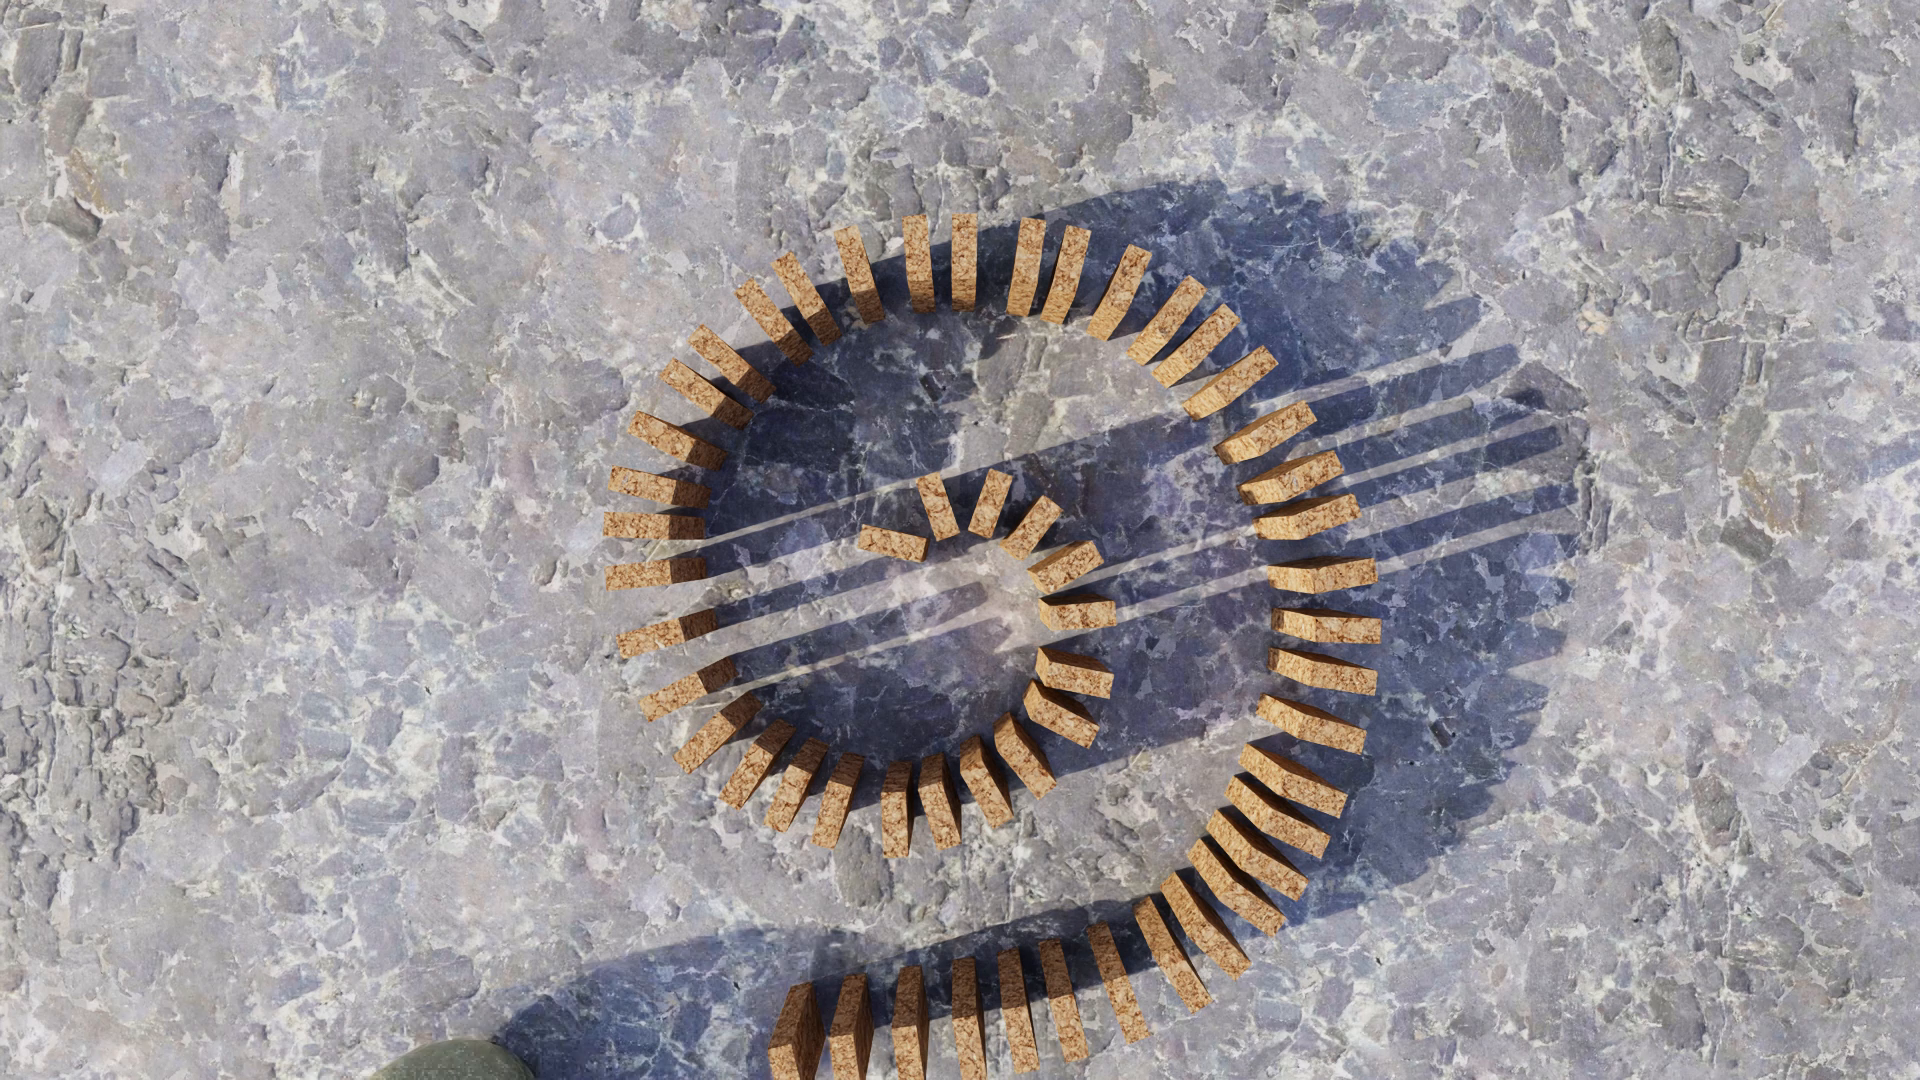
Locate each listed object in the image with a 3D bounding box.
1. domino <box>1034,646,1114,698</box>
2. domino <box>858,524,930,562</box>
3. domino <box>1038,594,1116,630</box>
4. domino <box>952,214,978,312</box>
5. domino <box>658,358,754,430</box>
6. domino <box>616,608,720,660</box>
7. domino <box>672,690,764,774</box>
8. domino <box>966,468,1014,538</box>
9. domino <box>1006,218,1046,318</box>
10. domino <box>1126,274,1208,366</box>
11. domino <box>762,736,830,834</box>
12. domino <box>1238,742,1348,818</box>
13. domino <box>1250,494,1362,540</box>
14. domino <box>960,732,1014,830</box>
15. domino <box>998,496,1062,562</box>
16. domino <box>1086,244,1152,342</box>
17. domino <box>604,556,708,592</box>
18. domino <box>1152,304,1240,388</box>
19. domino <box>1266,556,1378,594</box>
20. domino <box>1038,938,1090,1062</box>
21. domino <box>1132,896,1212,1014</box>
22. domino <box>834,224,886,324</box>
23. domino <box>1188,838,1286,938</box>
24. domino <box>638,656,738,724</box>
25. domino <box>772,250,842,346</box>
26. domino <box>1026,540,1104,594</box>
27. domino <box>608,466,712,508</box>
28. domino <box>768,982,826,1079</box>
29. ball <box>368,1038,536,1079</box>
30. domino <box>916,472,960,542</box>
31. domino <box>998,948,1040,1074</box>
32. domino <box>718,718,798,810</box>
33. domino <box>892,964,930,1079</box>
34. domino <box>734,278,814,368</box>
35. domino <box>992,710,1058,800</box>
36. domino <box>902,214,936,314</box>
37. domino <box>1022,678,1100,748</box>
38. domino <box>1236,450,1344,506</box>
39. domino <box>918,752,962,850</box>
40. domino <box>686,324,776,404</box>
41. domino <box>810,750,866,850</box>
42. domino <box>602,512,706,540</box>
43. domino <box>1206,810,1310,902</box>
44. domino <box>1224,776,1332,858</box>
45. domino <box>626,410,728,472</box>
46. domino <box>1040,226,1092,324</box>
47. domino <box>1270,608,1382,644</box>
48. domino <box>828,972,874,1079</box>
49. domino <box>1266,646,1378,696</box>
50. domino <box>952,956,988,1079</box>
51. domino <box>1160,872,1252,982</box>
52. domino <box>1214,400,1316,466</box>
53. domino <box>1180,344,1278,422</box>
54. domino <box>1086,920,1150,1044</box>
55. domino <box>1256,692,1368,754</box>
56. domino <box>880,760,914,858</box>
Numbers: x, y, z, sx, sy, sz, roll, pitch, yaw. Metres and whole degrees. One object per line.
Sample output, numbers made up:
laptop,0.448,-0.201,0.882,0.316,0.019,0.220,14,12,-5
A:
domino,0.046,0.054,0.375,0.025,0.050,0.010,11,90,0
domino,-0.026,0.001,0.375,0.025,0.050,0.010,13,90,0
domino,0.047,0.029,0.375,0.025,0.050,0.010,-5,90,0
domino,0.002,-0.112,0.375,0.009,0.050,0.025,1,90,0
domino,-0.102,-0.059,0.375,0.025,0.050,0.010,36,90,0
domino,-0.118,0.038,0.375,0.025,0.050,0.010,-16,90,0
domino,-0.098,0.078,0.375,0.025,0.050,0.010,-44,90,0
domino,0.012,-0.014,0.375,0.009,0.050,0.025,20,90,0
domino,0.027,-0.110,0.375,0.010,0.050,0.025,8,90,0
domino,0.084,-0.089,0.375,0.009,0.050,0.025,37,90,0
domino,-0.066,0.099,0.375,0.010,0.050,0.025,24,90,0
domino,0.135,0.097,0.375,0.025,0.050,0.010,21,90,0
domino,0.140,-0.009,0.375,0.025,0.050,0.010,-20,90,0
domino,0.010,0.097,0.375,0.010,0.050,0.025,-30,90,0
domino,0.028,-0.005,0.375,0.009,0.050,0.025,38,90,0
domino,0.064,-0.100,0.375,0.009,0.050,0.025,24,90,0
domino,-0.123,0.013,0.375,0.025,0.050,0.009,-6,90,0
domino,0.095,-0.078,0.375,0.010,0.050,0.025,44,90,0
domino,0.147,0.014,0.375,0.025,0.050,0.009,-10,90,0
domino,0.042,0.187,0.375,0.010,0.050,0.025,-15,90,0
domino,0.086,0.168,0.375,0.009,0.050,0.025,-34,90,0
domino,-0.040,-0.107,0.375,0.009,0.050,0.025,-16,90,0
domino,0.112,0.141,0.375,0.025,0.050,0.009,35,90,0
domino,-0.110,0.060,0.375,0.025,0.050,0.010,-26,90,0
domino,-0.062,-0.097,0.375,0.009,0.050,0.025,-32,90,0
domino,0.042,0.011,0.375,0.025,0.050,0.009,-30,90,0
domino,-0.122,-0.021,0.375,0.025,0.050,0.009,14,90,0
domino,-0.066,0.206,0.375,0.009,0.050,0.025,-14,90,0
ball,-0.206,0.241,0.360,0.080,0.080,0.080,0,90,0
domino,-0.009,-0.013,0.375,0.010,0.050,0.025,-19,90,0
domino,0.023,0.191,0.375,0.009,0.050,0.025,-12,90,0
domino,-0.082,0.091,0.375,0.010,0.050,0.025,33,90,0
domino,-0.020,0.198,0.375,0.010,0.050,0.025,-8,90,0
domino,-0.075,-0.088,0.375,0.009,0.050,0.025,-40,90,0
domino,0.026,0.087,0.375,0.010,0.050,0.025,-40,90,0
domino,-0.016,-0.112,0.375,0.010,0.050,0.025,-5,90,0
domino,0.040,0.070,0.375,0.025,0.050,0.009,27,90,0
domino,0.134,-0.025,0.375,0.025,0.050,0.009,-26,90,0
domino,-0.008,0.106,0.375,0.010,0.050,0.025,-18,90,0
domino,-0.092,-0.071,0.375,0.025,0.050,0.010,42,90,0
domino,-0.049,0.105,0.375,0.009,0.050,0.025,16,90,0
domino,-0.124,-0.005,0.375,0.025,0.050,0.010,3,90,0
domino,0.120,0.128,0.375,0.025,0.050,0.010,30,90,0
domino,0.129,0.112,0.375,0.025,0.050,0.010,25,90,0
domino,-0.114,-0.040,0.375,0.025,0.050,0.009,27,90,0
domino,0.043,-0.107,0.375,0.010,0.050,0.025,14,90,0
domino,0.148,0.035,0.375,0.025,0.050,0.009,1,90,0
domino,-0.044,0.202,0.375,0.009,0.050,0.025,-8,90,0
domino,0.147,0.053,0.375,0.025,0.050,0.009,8,90,0
domino,0.004,0.195,0.375,0.010,0.050,0.025,-10,90,0
domino,0.099,0.157,0.375,0.025,0.050,0.009,44,90,0
domino,0.123,-0.043,0.375,0.025,0.050,0.010,-32,90,0
domino,0.109,-0.063,0.375,0.025,0.050,0.009,-39,90,0
domino,0.064,0.179,0.375,0.010,0.050,0.025,-21,90,0
domino,0.142,0.074,0.375,0.025,0.050,0.009,15,90,0
domino,-0.025,0.109,0.375,0.009,0.050,0.025,-2,90,0
